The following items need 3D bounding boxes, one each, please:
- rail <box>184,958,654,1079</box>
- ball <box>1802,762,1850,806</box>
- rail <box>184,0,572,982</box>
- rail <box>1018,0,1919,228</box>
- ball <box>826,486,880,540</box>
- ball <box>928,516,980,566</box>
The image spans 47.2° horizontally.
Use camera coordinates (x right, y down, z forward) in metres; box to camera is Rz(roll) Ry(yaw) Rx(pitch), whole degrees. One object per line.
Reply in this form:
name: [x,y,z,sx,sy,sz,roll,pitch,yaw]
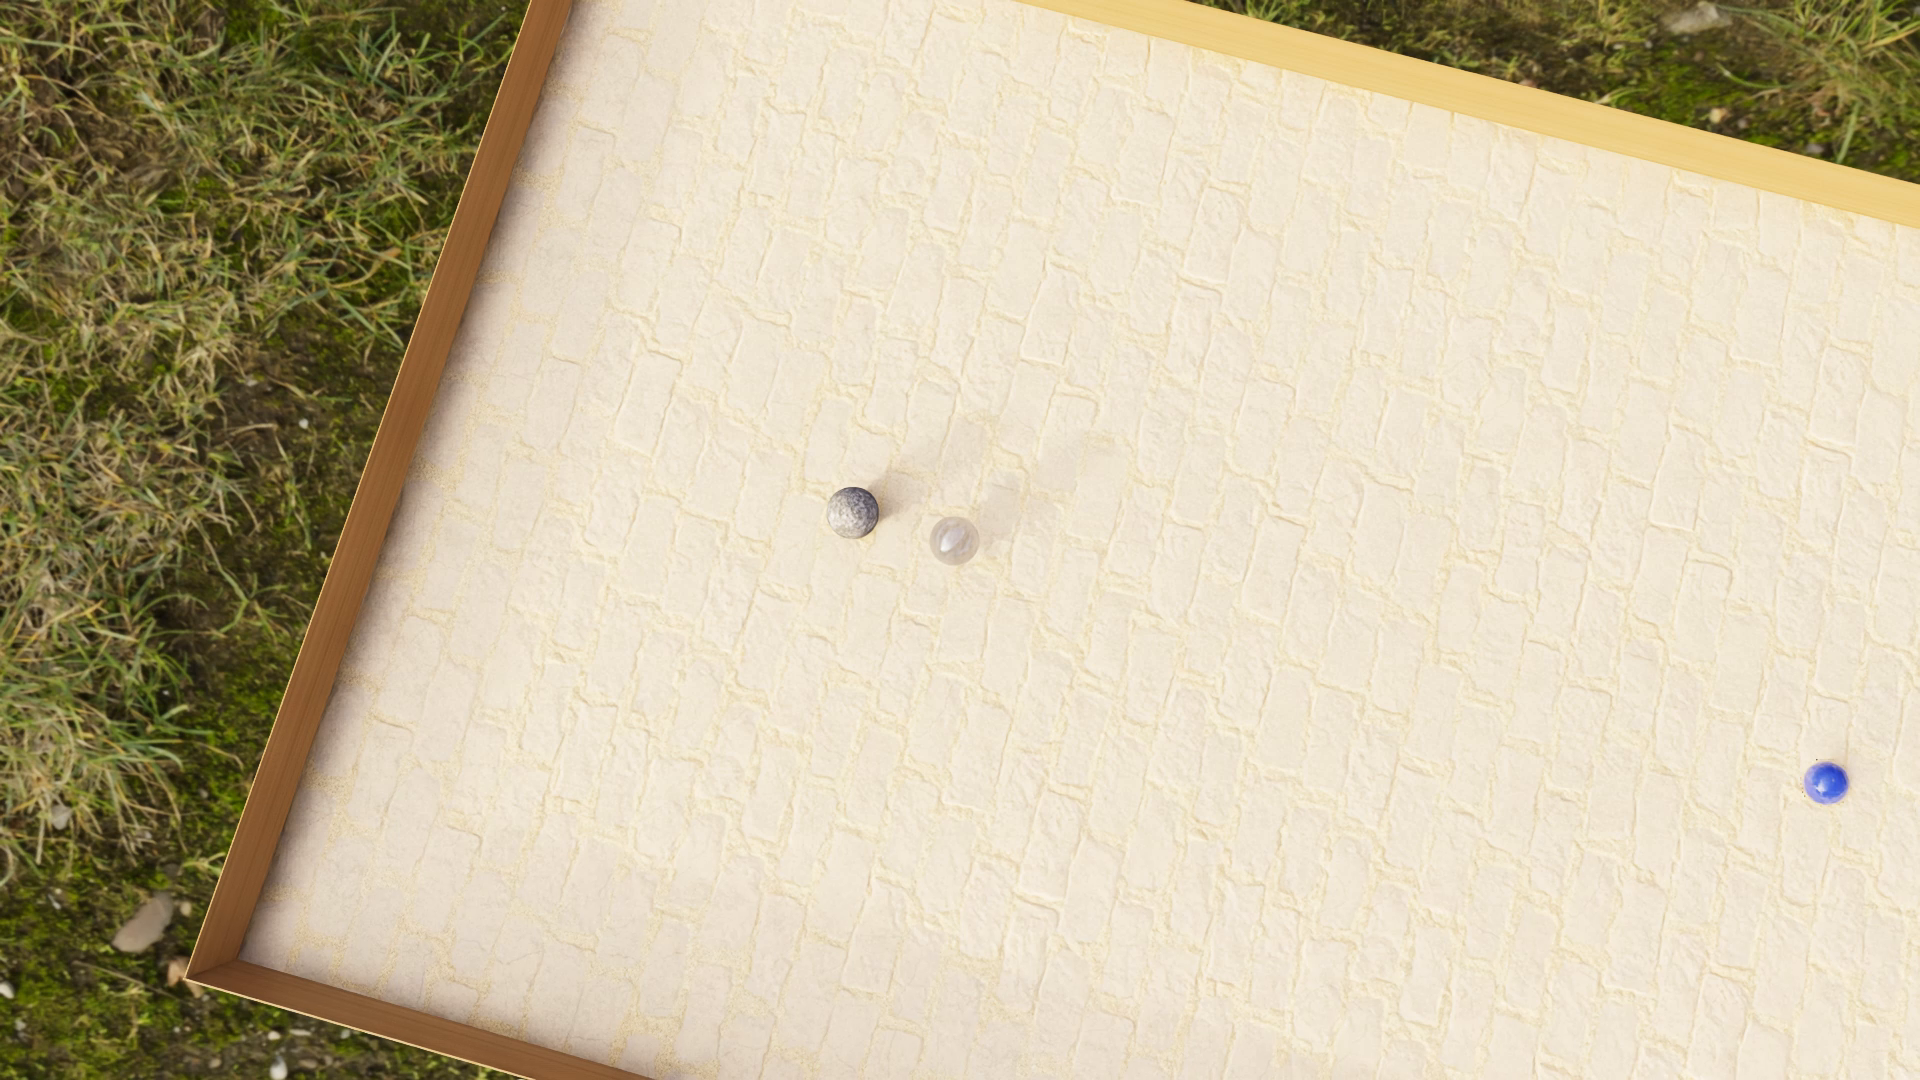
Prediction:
rail: [0.610,1.069,3.048,3.531,0.105,0.045,15,77,4]
ball: [1.278,0.359,3.245,0.064,0.064,0.064,0,76,0]
rail: [-0.828,-0.226,3.368,0.045,0.105,1.850,15,77,4]
rail: [1.091,-0.618,3.464,3.531,0.105,0.045,15,77,4]
ball: [-0.163,-0.041,3.335,0.081,0.081,0.081,0,76,0]
ball: [-0.008,0.001,3.327,0.077,0.077,0.077,0,76,0]
